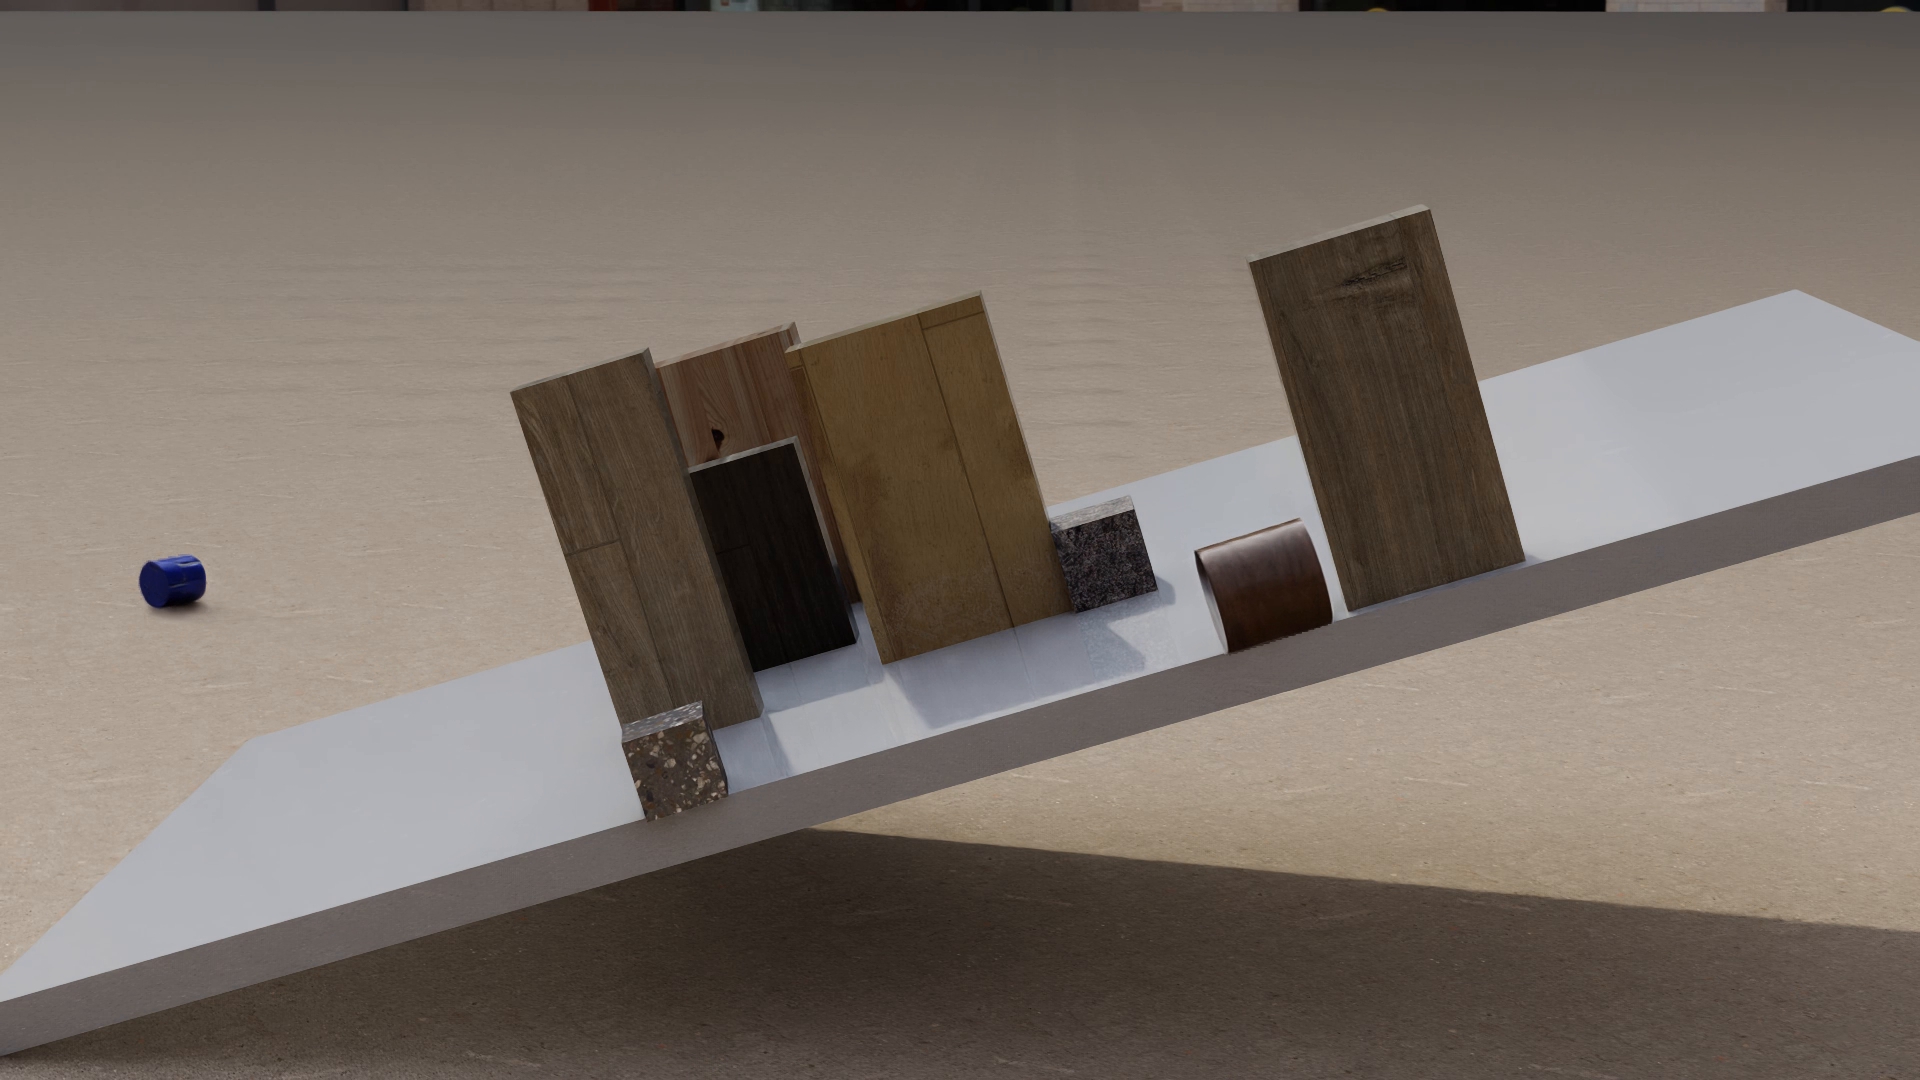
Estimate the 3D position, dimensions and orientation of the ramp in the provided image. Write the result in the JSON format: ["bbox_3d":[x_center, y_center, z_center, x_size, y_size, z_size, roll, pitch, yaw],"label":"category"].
[{"bbox_3d":[0.093,0.186,6.317,4.000,0.100,2.000,-16,10,5],"label":"ramp"}]

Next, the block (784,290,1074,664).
[{"bbox_3d":[-0.059,-0.127,6.036,0.412,0.674,0.107,-16,10,5],"label":"block"}]

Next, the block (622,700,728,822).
[{"bbox_3d":[-0.525,0.406,5.414,0.154,0.154,0.154,-18,10,-3],"label":"block"}]

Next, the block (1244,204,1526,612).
[{"bbox_3d":[0.766,-0.237,5.301,0.330,0.659,0.117,-16,10,5],"label":"block"}]

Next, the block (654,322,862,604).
[{"bbox_3d":[-0.493,-0.129,6.837,0.419,0.652,0.149,-16,10,5],"label":"block"}]

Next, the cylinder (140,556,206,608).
[{"bbox_3d":[-2.541,0.134,9.500,0.149,0.149,0.149,8,14,37],"label":"cylinder"}]

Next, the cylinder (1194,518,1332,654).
[{"bbox_3d":[0.543,0.082,5.278,0.195,0.195,0.195,-17,12,-1],"label":"cylinder"}]

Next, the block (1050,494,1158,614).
[{"bbox_3d":[0.295,0.028,6.047,0.174,0.174,0.174,-16,10,4],"label":"block"}]

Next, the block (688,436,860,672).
[{"bbox_3d":[-0.489,0.057,6.384,0.421,0.457,0.101,-16,10,5],"label":"block"}]

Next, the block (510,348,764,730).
[{"bbox_3d":[-0.645,0.024,5.914,0.277,0.771,0.090,-16,10,5],"label":"block"}]
